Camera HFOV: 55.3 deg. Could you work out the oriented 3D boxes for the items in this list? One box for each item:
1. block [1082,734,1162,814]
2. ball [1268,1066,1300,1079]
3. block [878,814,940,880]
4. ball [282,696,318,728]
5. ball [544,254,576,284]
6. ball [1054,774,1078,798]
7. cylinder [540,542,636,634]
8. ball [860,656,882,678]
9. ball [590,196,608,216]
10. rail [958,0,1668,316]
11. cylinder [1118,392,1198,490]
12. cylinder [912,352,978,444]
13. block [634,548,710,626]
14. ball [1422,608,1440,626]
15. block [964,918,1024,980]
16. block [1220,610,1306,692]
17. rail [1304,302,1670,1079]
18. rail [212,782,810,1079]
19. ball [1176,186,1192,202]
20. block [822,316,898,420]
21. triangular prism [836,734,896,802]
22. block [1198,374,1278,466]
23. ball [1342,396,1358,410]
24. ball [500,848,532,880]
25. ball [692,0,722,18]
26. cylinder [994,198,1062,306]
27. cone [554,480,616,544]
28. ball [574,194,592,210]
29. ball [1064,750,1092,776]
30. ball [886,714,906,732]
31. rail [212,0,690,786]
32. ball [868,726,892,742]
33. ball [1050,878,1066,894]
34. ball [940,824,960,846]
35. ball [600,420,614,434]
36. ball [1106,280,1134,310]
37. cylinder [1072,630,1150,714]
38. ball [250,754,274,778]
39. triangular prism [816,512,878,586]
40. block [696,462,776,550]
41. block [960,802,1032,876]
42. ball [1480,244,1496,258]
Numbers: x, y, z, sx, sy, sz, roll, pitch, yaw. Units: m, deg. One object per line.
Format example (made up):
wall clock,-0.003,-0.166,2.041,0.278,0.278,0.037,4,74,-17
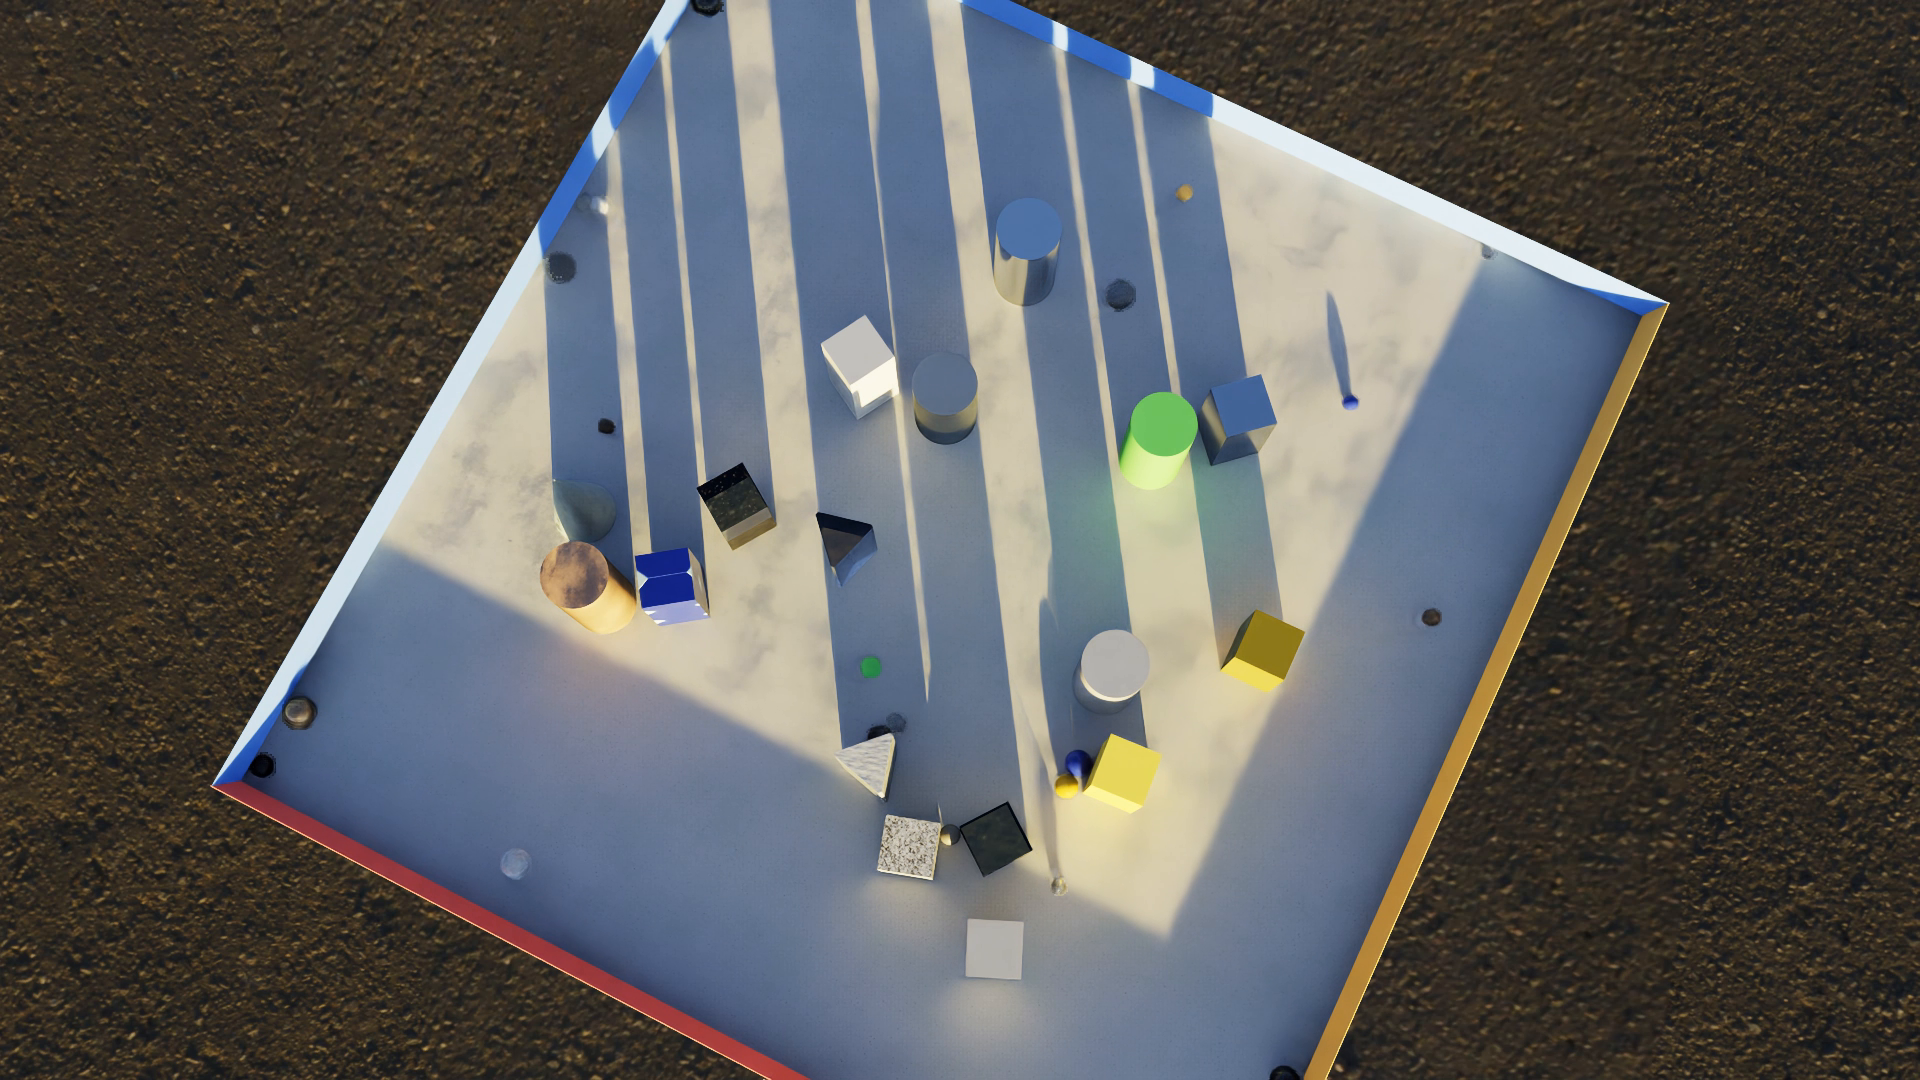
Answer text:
block,0.467,0.678,5.296,0.155,0.353,0.155,22,79,4
ball,0.929,1.552,5.250,0.089,0.089,0.089,0,78,0
block,-0.145,0.890,5.301,0.155,0.258,0.155,9,78,2
ball,-1.967,0.513,5.461,0.097,0.097,0.097,0,78,0
ball,-1.253,-0.851,5.745,0.094,0.094,0.094,0,78,0
ball,0.315,0.728,5.430,0.072,0.072,0.072,0,78,0
cylinder,-1.080,0.144,5.353,0.193,0.457,0.193,0,78,0
ball,-0.268,0.382,5.505,0.064,0.064,0.064,0,78,0
ball,-1.142,-1.059,5.806,0.058,0.058,0.058,0,78,0
rail,0.722,-1.407,5.843,3.245,0.126,0.045,26,80,5
cylinder,0.587,-0.291,5.467,0.193,0.410,0.193,0,78,0
cylinder,-0.044,-0.424,5.531,0.193,0.340,0.193,0,78,0
block,-0.847,0.142,5.420,0.155,0.328,0.155,-9,78,-2
ball,1.423,0.235,5.541,0.054,0.054,0.054,0,78,0
block,0.095,1.160,5.213,0.155,0.320,0.155,3,78,1
block,0.889,0.329,5.398,0.155,0.295,0.155,25,79,5
rail,1.430,0.707,5.405,0.045,0.126,3.276,26,80,5
rail,-0.722,1.421,5.257,3.245,0.126,0.045,26,80,5
ball,0.711,-1.100,5.820,0.048,0.048,0.048,0,78,0
block,-0.298,-0.516,5.532,0.155,0.375,0.155,-34,80,-7
triangular prism,-0.236,0.632,5.270,0.167,0.423,0.145,40,81,8
block,0.829,-0.357,5.514,0.155,0.346,0.155,-16,79,-3
ball,1.208,-0.425,5.680,0.048,0.048,0.048,0,78,0
ball,-1.302,0.950,5.375,0.088,0.088,0.088,0,78,0
ball,-0.817,-1.740,5.928,0.095,0.095,0.095,0,78,0
cylinder,0.203,-0.872,5.585,0.193,0.415,0.193,0,78,0
cone,-1.152,-0.128,5.415,0.193,0.447,0.193,0,78,0
ball,-1.196,-1.071,5.810,0.055,0.055,0.055,0,78,0
ball,0.352,0.662,5.439,0.080,0.080,0.080,0,78,0
ball,-0.191,0.548,5.475,0.055,0.055,0.055,0,78,0
rail,-1.430,-0.693,5.695,0.045,0.126,3.276,26,80,5
ball,-0.238,0.588,5.457,0.074,0.074,0.074,0,78,0
ball,0.289,1.014,5.383,0.046,0.046,0.046,0,78,0
ball,-0.029,0.869,5.405,0.062,0.062,0.062,0,78,0
ball,-1.091,-0.350,5.665,0.047,0.047,0.047,0,78,0
ball,0.499,-0.766,5.729,0.091,0.091,0.091,0,78,0
cylinder,0.436,0.388,5.326,0.193,0.412,0.193,0,78,0
ball,-2.072,0.671,5.443,0.068,0.068,0.068,0,78,0
triangular prism,-0.362,0.004,5.447,0.145,0.331,0.167,43,81,8
block,-0.668,-0.098,5.498,0.155,0.271,0.155,-30,80,-6
block,0.103,0.869,5.312,0.155,0.245,0.155,-27,80,-5
ball,1.667,-0.912,5.783,0.044,0.044,0.044,0,78,0
